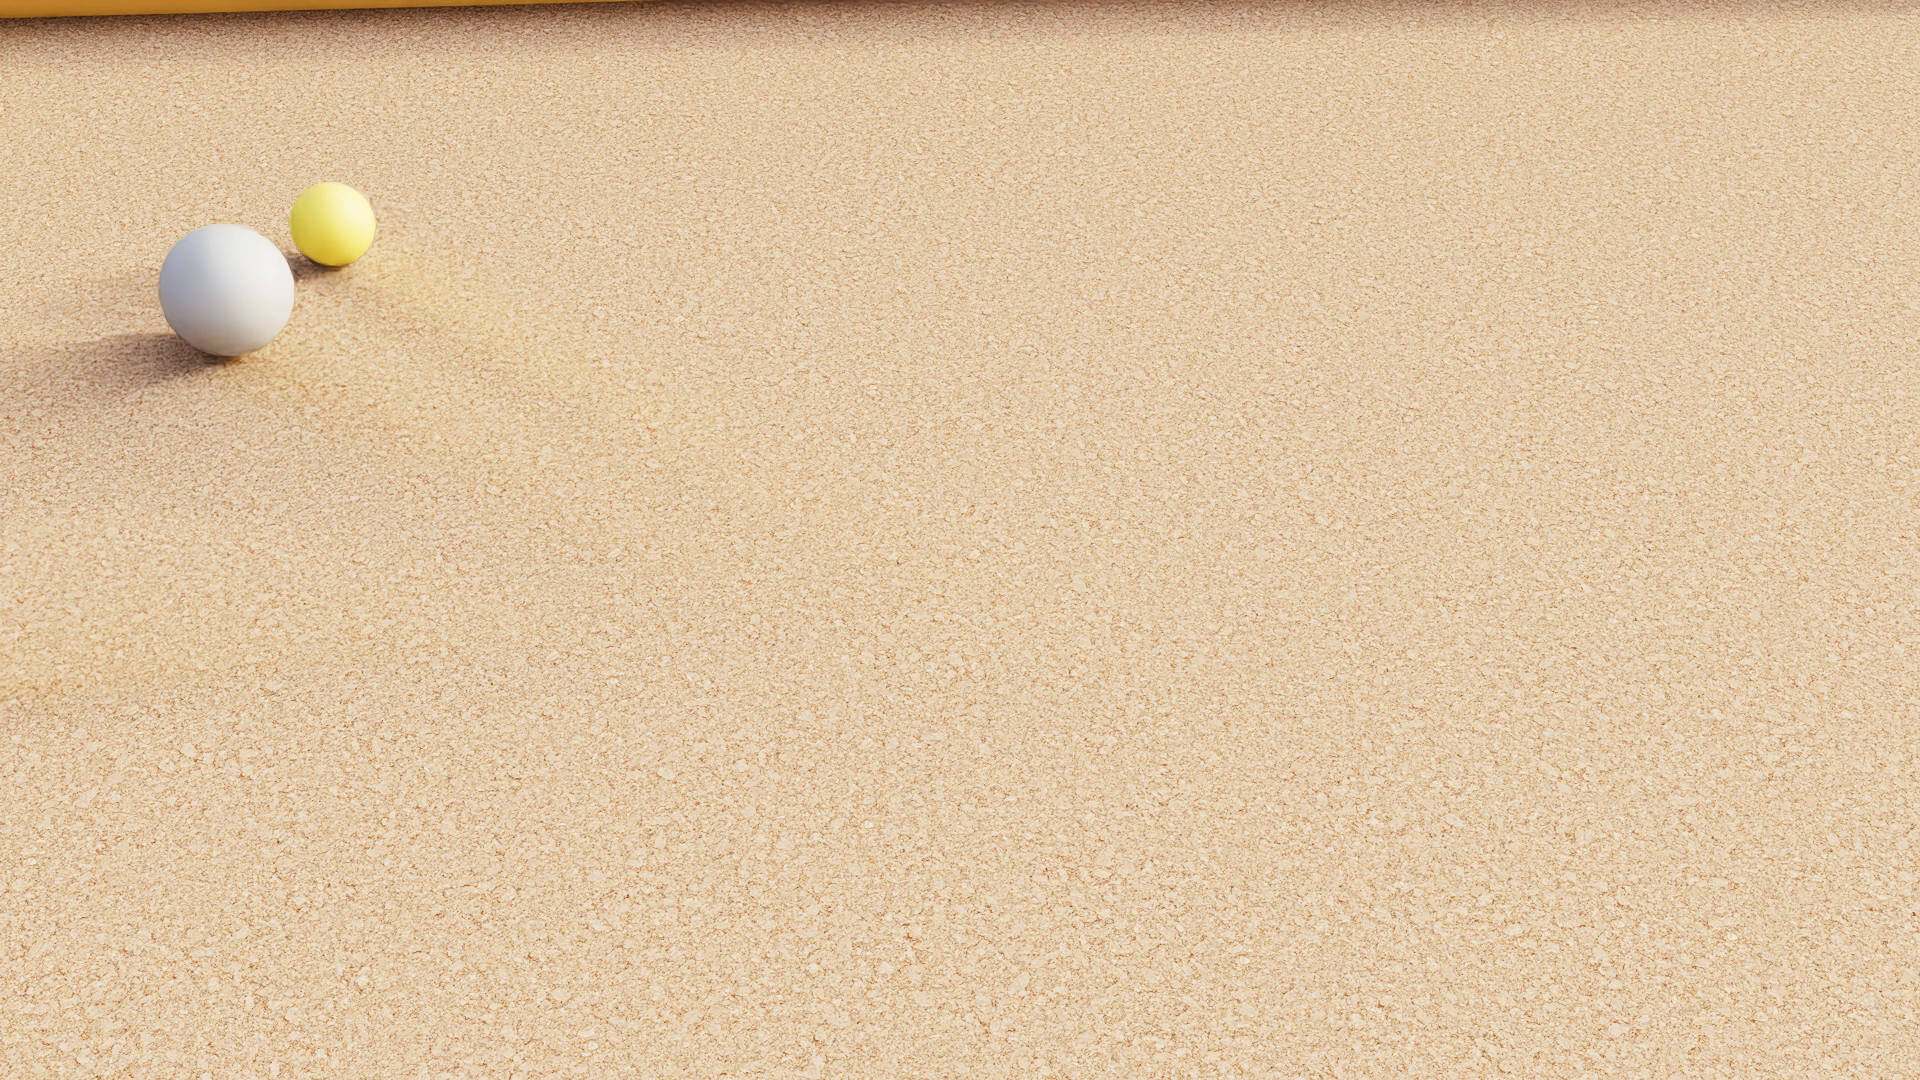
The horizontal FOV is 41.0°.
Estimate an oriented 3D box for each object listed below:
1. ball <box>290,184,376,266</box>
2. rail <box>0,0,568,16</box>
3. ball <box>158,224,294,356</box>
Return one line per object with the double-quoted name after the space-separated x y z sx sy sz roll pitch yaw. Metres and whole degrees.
-0.475 -0.239 1.945 0.062 0.062 0.062 0 36 0 "ball"
0.820 -0.576 2.351 3.520 0.128 0.045 -2 36 -3 "rail"
-0.524 -0.178 1.835 0.094 0.094 0.094 0 36 0 "ball"
